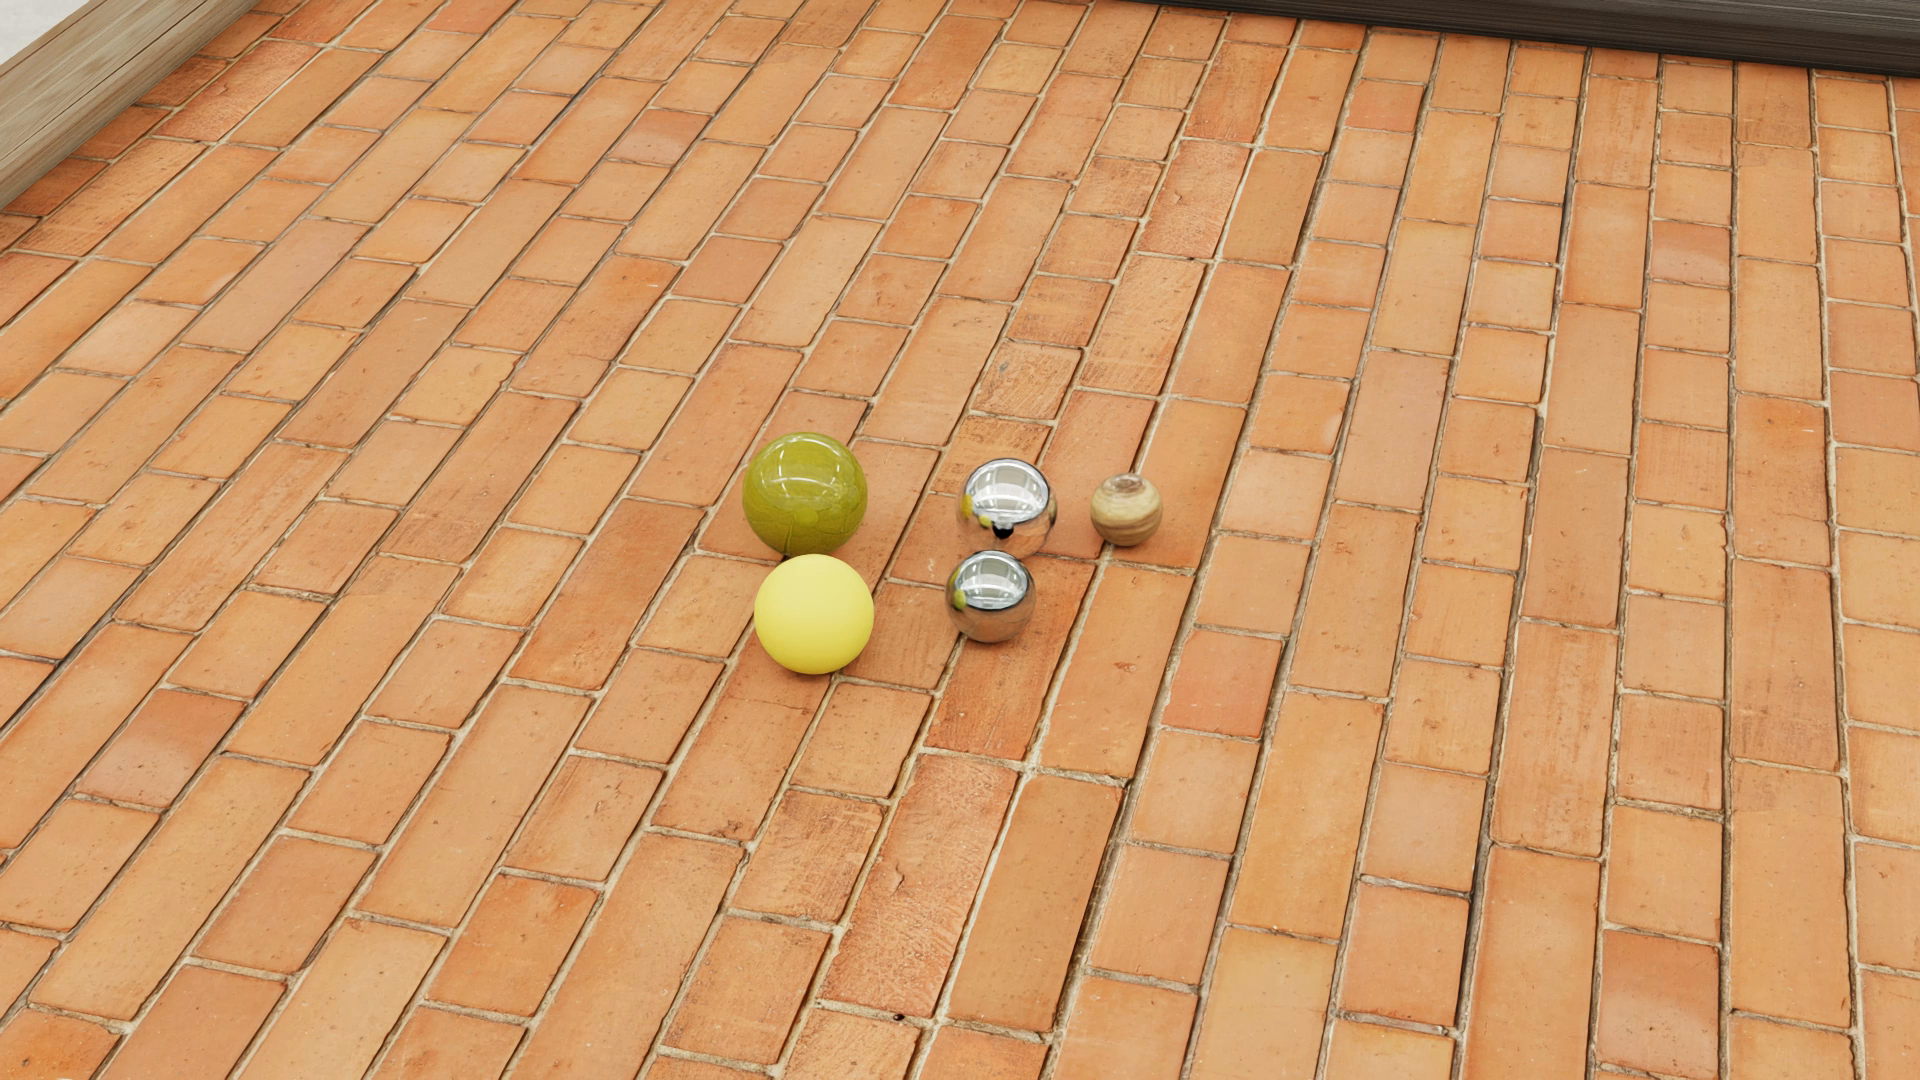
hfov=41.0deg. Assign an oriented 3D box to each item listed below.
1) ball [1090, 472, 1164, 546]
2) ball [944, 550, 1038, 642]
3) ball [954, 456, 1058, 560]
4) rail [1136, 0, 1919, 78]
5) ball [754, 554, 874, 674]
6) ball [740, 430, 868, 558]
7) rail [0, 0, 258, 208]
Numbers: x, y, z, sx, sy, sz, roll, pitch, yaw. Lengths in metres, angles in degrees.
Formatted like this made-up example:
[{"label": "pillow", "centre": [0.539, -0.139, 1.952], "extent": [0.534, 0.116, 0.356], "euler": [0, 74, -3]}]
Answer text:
[{"label": "ball", "centre": [0.126, -0.023, 1.949], "extent": [0.056, 0.056, 0.056], "euler": [0, 34, 0]}, {"label": "ball", "centre": [0.022, 0.041, 1.846], "extent": [0.067, 0.067, 0.067], "euler": [0, 34, 0]}, {"label": "ball", "centre": [0.035, -0.023, 1.930], "extent": [0.078, 0.078, 0.078], "euler": [0, 34, 0]}, {"label": "rail", "centre": [1.275, -0.482, 2.562], "extent": [4.130, 0.125, 0.045], "euler": [8, 35, 12]}, {"label": "ball", "centre": [-0.103, 0.053, 1.812], "extent": [0.085, 0.085, 0.085], "euler": [0, 34, 0]}, {"label": "ball", "centre": [-0.117, -0.034, 1.930], "extent": [0.096, 0.096, 0.096], "euler": [0, 34, 0]}, {"label": "rail", "centre": [-0.977, -0.161, 2.090], "extent": [0.045, 0.125, 2.269], "euler": [8, 35, 12]}]
